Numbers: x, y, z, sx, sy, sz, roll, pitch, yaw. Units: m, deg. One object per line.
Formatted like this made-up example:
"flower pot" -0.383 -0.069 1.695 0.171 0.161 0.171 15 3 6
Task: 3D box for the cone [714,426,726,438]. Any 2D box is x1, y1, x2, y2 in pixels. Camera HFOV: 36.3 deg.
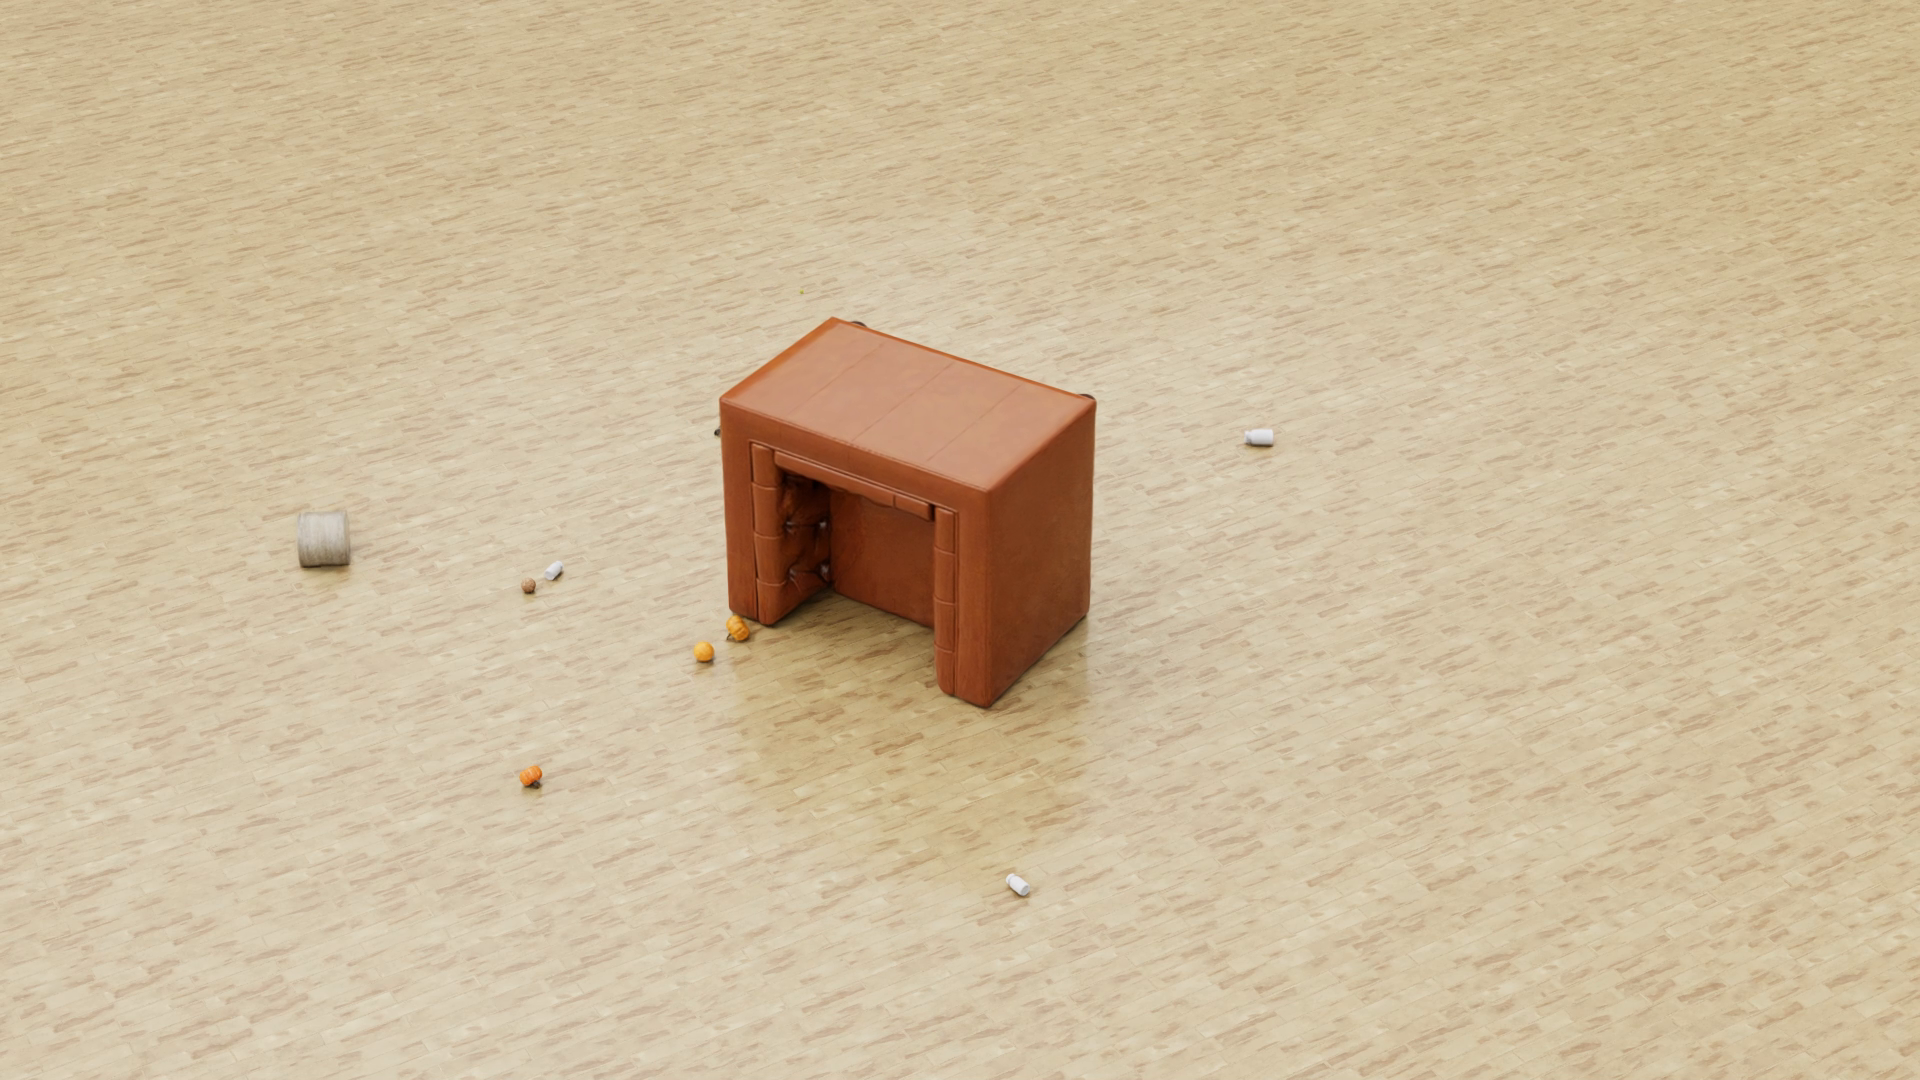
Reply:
"cone" -0.940 -0.417 11.558 0.049 0.049 0.034 44 44 12

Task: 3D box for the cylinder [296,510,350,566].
"cylinder" -2.345 -0.008 10.807 0.172 0.158 0.214 -4 54 -6

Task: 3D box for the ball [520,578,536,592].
"ball" -1.567 0.163 10.647 0.054 0.054 0.054 0 33 0
